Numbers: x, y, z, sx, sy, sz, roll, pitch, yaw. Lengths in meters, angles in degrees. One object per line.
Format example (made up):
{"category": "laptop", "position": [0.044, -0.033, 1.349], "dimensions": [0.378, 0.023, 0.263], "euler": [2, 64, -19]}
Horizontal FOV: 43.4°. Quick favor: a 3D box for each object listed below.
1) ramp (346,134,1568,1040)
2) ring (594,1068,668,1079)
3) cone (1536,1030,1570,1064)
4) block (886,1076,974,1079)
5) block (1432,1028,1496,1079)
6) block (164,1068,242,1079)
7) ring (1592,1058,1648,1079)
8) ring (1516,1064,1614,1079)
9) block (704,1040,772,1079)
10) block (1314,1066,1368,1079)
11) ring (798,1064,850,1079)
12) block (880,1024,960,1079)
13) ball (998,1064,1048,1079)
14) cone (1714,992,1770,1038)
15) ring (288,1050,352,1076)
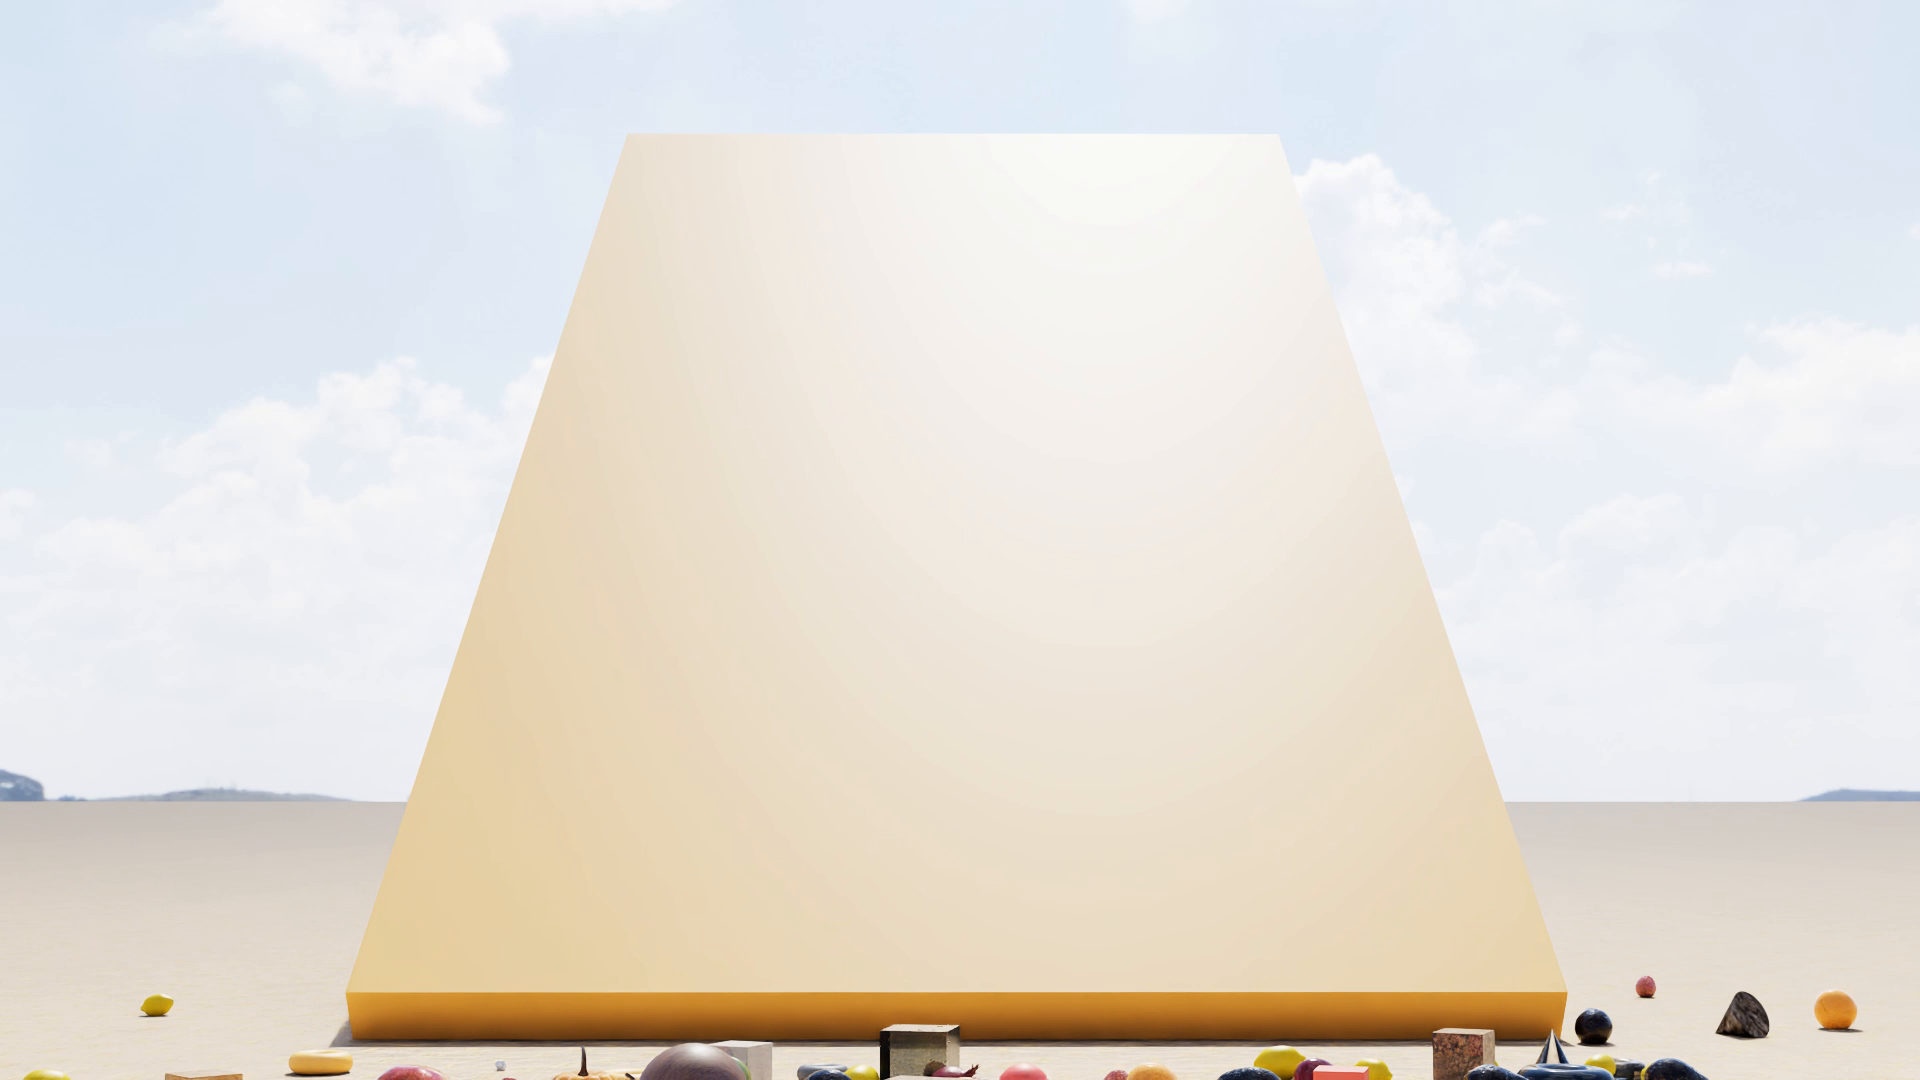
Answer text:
{"category": "ramp", "position": [-0.013, -0.211, 5.707], "dimensions": [2.000, 0.100, 4.000], "euler": [0, 30, 0]}
{"category": "ring", "position": [-0.439, 0.727, 3.222], "dimensions": [0.105, 0.035, 0.105], "euler": [1, -6, 0]}
{"category": "cone", "position": [0.838, 0.728, 3.410], "dimensions": [0.072, 0.072, 0.072], "euler": [0, -6, 0]}
{"category": "block", "position": [-0.040, 0.631, 2.593], "dimensions": [0.094, 0.094, 0.094], "euler": [-3, -7, 23]}
{"category": "block", "position": [0.709, 0.727, 3.395], "dimensions": [0.071, 0.071, 0.071], "euler": [-3, -7, 25]}
{"category": "block", "position": [-0.913, 0.677, 2.910], "dimensions": [0.068, 0.068, 0.068], "euler": [6, -8, -42]}
{"category": "ring", "position": [0.938, 0.754, 3.436], "dimensions": [0.079, 0.026, 0.079], "euler": [1, -5, 0]}
{"category": "ring", "position": [0.803, 0.721, 3.200], "dimensions": [0.131, 0.044, 0.131], "euler": [1, -7, 0]}
{"category": "block", "position": [-0.300, 0.716, 3.268], "dimensions": [0.066, 0.066, 0.066], "euler": [-3, -7, 25]}
{"category": "block", "position": [0.475, 0.690, 3.003], "dimensions": [0.062, 0.062, 0.062], "euler": [-2, -6, 15]}
{"category": "ring", "position": [-0.192, 0.750, 3.391], "dimensions": [0.075, 0.025, 0.075], "euler": [1, -7, 0]}
{"category": "block", "position": [-0.053, 0.701, 3.239], "dimensions": [0.090, 0.090, 0.090], "euler": [-1, -6, 11]}
{"category": "ball", "position": [0.079, 0.685, 2.993], "dimensions": [0.070, 0.070, 0.070], "euler": [0, -6, 0]}
{"category": "cone", "position": [1.300, 0.814, 4.059], "dimensions": [0.083, 0.083, 0.083], "euler": [4, -34, -36]}
{"category": "ring", "position": [-0.930, 0.760, 3.510], "dimensions": [0.092, 0.031, 0.092], "euler": [1, -7, 0]}
